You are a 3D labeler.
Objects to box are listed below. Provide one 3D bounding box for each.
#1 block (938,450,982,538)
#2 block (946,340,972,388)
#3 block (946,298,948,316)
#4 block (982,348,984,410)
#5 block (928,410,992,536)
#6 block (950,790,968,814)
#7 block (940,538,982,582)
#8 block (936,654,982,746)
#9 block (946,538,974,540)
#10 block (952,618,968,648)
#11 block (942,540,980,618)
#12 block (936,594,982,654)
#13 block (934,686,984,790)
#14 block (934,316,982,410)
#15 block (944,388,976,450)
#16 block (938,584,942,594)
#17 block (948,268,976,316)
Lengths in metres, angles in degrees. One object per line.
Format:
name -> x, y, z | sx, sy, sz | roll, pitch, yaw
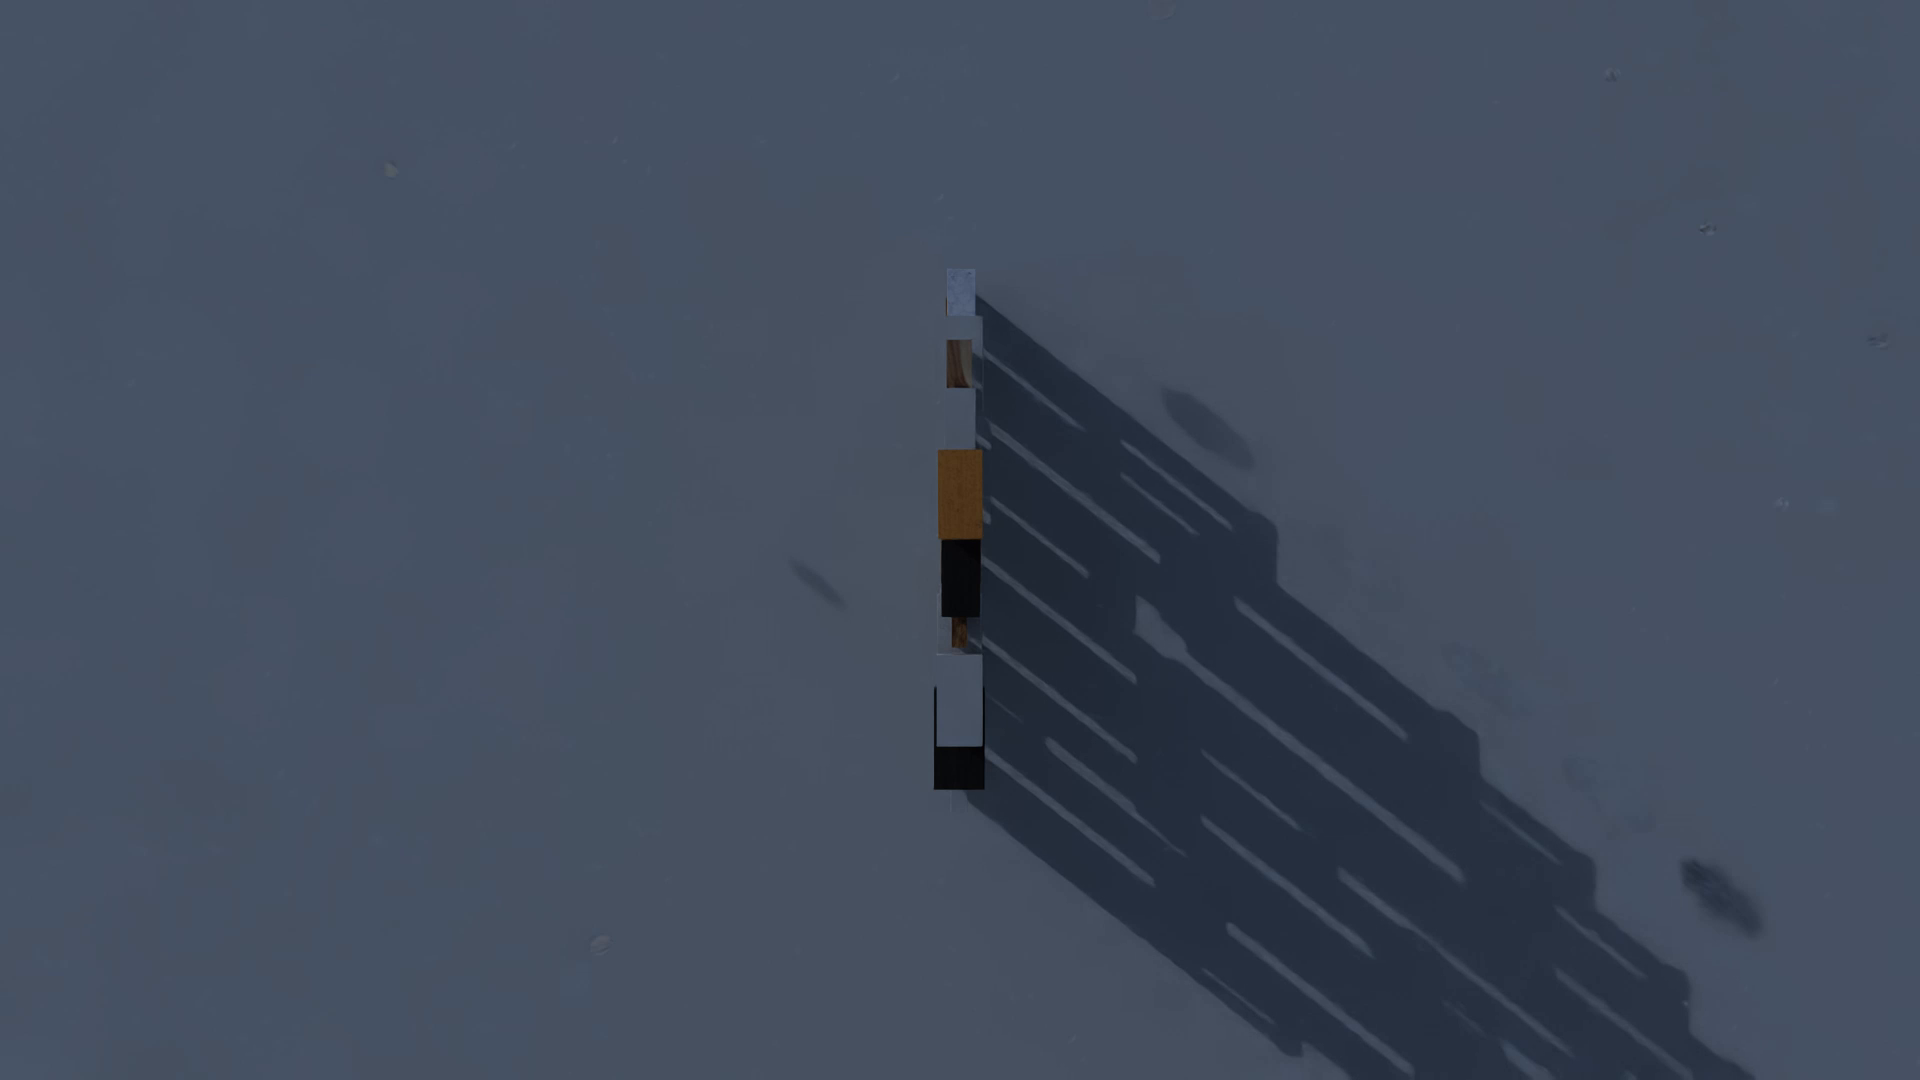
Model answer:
block -> 0.001, -0.124, 4.501 | 0.121, 0.034, 0.242 | 0, 90, 0
block -> -0.003, -0.498, 4.696 | 0.072, 0.020, 0.143 | 0, 90, 0
block -> -0.003, -0.693, 5.317 | 0.085, 0.024, 0.171 | 0, 90, 0
block -> 0.001, -0.458, 5.191 | 0.144, 0.041, 0.289 | 0, 90, 0
block -> 0.000, -0.194, 4.786 | 0.180, 0.051, 0.359 | 0, 90, 0
block -> -0.003, 0.789, 5.069 | 0.051, 0.014, 0.102 | 0, 90, 0
block -> 0.003, 0.008, 5.228 | 0.127, 0.036, 0.254 | 0, 90, 0
block -> -0.001, 0.444, 4.568 | 0.126, 0.036, 0.252 | 0, 90, 0
block -> 0.002, 0.073, 5.033 | 0.083, 0.023, 0.166 | 0, 90, 0
block -> -0.002, 0.268, 4.805 | 0.045, 0.013, 0.090 | 0, 90, 0
block -> 0.002, 0.109, 4.669 | 0.108, 0.031, 0.217 | 0, 90, 0
block -> -0.001, 0.295, 4.920 | 0.135, 0.038, 0.269 | 0, 90, 0
block -> -0.002, 0.584, 4.859 | 0.149, 0.042, 0.298 | 0, 90, 0
block -> -0.004, -0.519, 4.869 | 0.140, 0.040, 0.281 | 0, 90, 0
block -> 0.001, -0.336, 4.578 | 0.085, 0.024, 0.170 | 0, 90, 0
block -> -0.003, 0.268, 5.226 | 0.128, 0.036, 0.256 | 0, 90, 0
block -> 0.004, -0.752, 5.118 | 0.087, 0.025, 0.175 | 0, 90, 0
